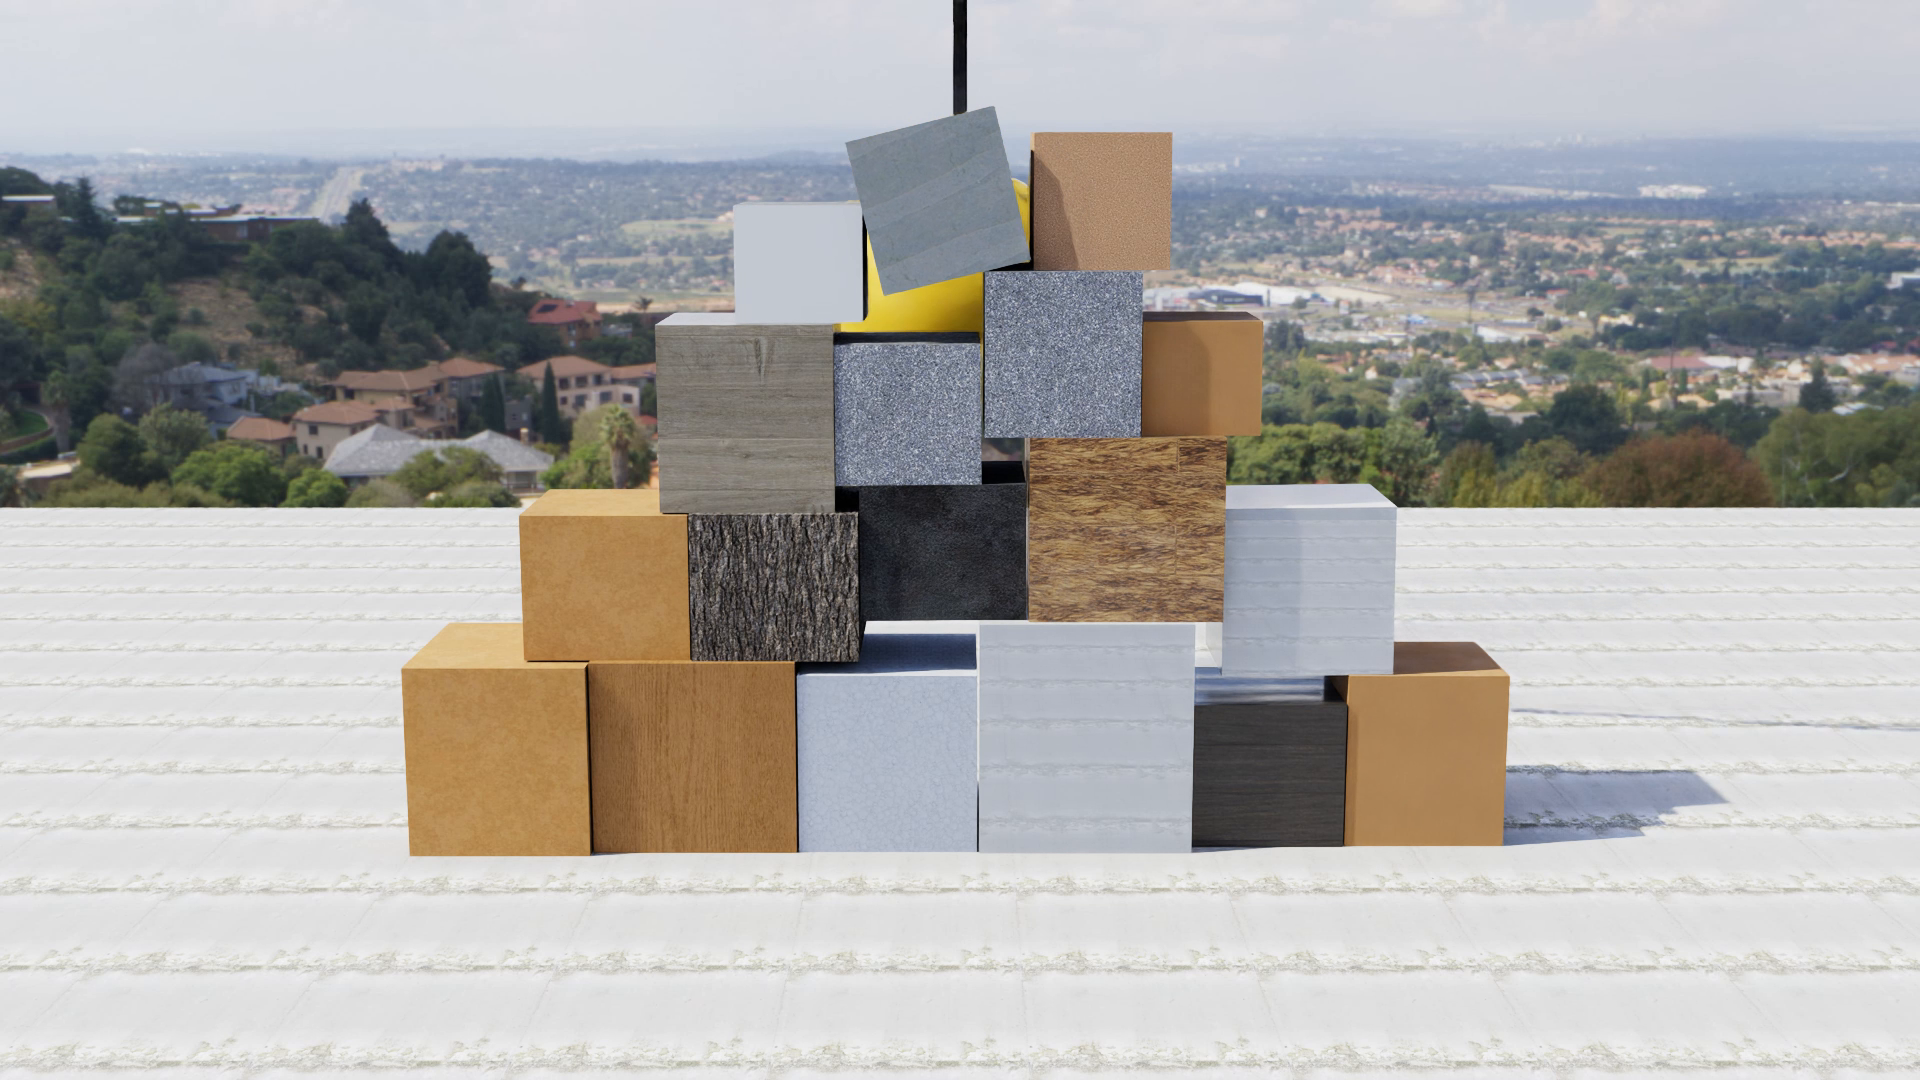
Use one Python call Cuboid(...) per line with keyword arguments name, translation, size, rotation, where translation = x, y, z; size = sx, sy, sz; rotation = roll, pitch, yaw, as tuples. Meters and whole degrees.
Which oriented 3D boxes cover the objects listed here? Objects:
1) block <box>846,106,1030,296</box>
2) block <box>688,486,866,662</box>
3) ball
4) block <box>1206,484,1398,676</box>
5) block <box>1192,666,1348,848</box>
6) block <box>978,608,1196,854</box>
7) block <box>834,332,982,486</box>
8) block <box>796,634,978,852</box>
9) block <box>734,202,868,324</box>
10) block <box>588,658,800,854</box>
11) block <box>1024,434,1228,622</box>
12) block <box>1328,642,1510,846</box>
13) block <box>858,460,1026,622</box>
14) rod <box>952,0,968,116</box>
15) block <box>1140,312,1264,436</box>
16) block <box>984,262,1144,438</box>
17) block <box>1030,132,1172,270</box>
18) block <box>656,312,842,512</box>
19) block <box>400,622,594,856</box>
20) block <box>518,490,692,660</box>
Cuboid(name="block", translation=(-0.101, -1.688, 10.891), size=(0.730, 0.750, 0.790), rotation=(-13, 10, 3))
Cuboid(name="block", translation=(-0.911, 0.157, 11.221), size=(0.825, 0.734, 0.901), rotation=(0, 10, 0))
Cuboid(name="ball", translation=(0.000, -1.402, 13.034), size=(1.600, 1.600, 1.600), rotation=(0, 10, 0))
Cuboid(name="block", translation=(1.724, 0.192, 11.230), size=(0.851, 0.846, 0.737), rotation=(-1, 10, 0))
Cuboid(name="block", translation=(1.544, 1.111, 11.397), size=(0.762, 0.736, 0.810), rotation=(0, 10, 0))
Cuboid(name="block", translation=(0.624, 0.902, 11.341), size=(1.058, 1.168, 0.972), rotation=(0, 10, 0))
Cuboid(name="block", translation=(-0.254, -0.671, 11.047), size=(0.712, 0.685, 0.733), rotation=(0, 10, 0))
Cuboid(name="block", translation=(-0.359, 1.029, 11.373), size=(0.888, 0.905, 0.948), rotation=(0, 10, 0))
Cuboid(name="block", translation=(-0.782, -1.388, 10.945), size=(0.622, 0.568, 0.585), rotation=(0, 10, 0))
Cuboid(name="block", translation=(-1.320, 0.996, 11.372), size=(1.013, 0.971, 0.989), rotation=(0, 10, 0))
Cuboid(name="block", translation=(0.816, -0.121, 11.152), size=(0.954, 0.911, 0.863), rotation=(0, 10, 0))
Cuboid(name="block", translation=(2.334, 1.041, 11.379), size=(0.798, 0.881, 0.770), rotation=(0, 10, 0))
Cuboid(name="block", translation=(-0.082, -0.007, 11.193), size=(0.817, 0.676, 0.814), rotation=(0, 10, 0))
Cuboid(name="rod", translation=(0.000, -4.331, 11.306), size=(0.080, 5.200, 0.080), rotation=(0, 31, 0))
Cuboid(name="block", translation=(1.178, -0.843, 11.021), size=(0.583, 0.556, 0.661), rotation=(0, 10, 0))
Cuboid(name="block", translation=(0.498, -0.963, 10.998), size=(0.757, 0.801, 0.807), rotation=(0, 10, 0))
Cuboid(name="block", translation=(0.686, -1.683, 10.883), size=(0.660, 0.657, 0.642), rotation=(0, 10, 0))
Cuboid(name="block", translation=(-1.041, -0.652, 11.054), size=(0.858, 0.918, 0.759), rotation=(0, 10, 0))
Cuboid(name="block", translation=(-2.285, 1.007, 11.344), size=(0.896, 0.960, 1.034), rotation=(0, 10, 0))
Cuboid(name="block", translation=(-1.744, 0.164, 11.205), size=(0.822, 0.725, 0.824), rotation=(0, 10, 0))
